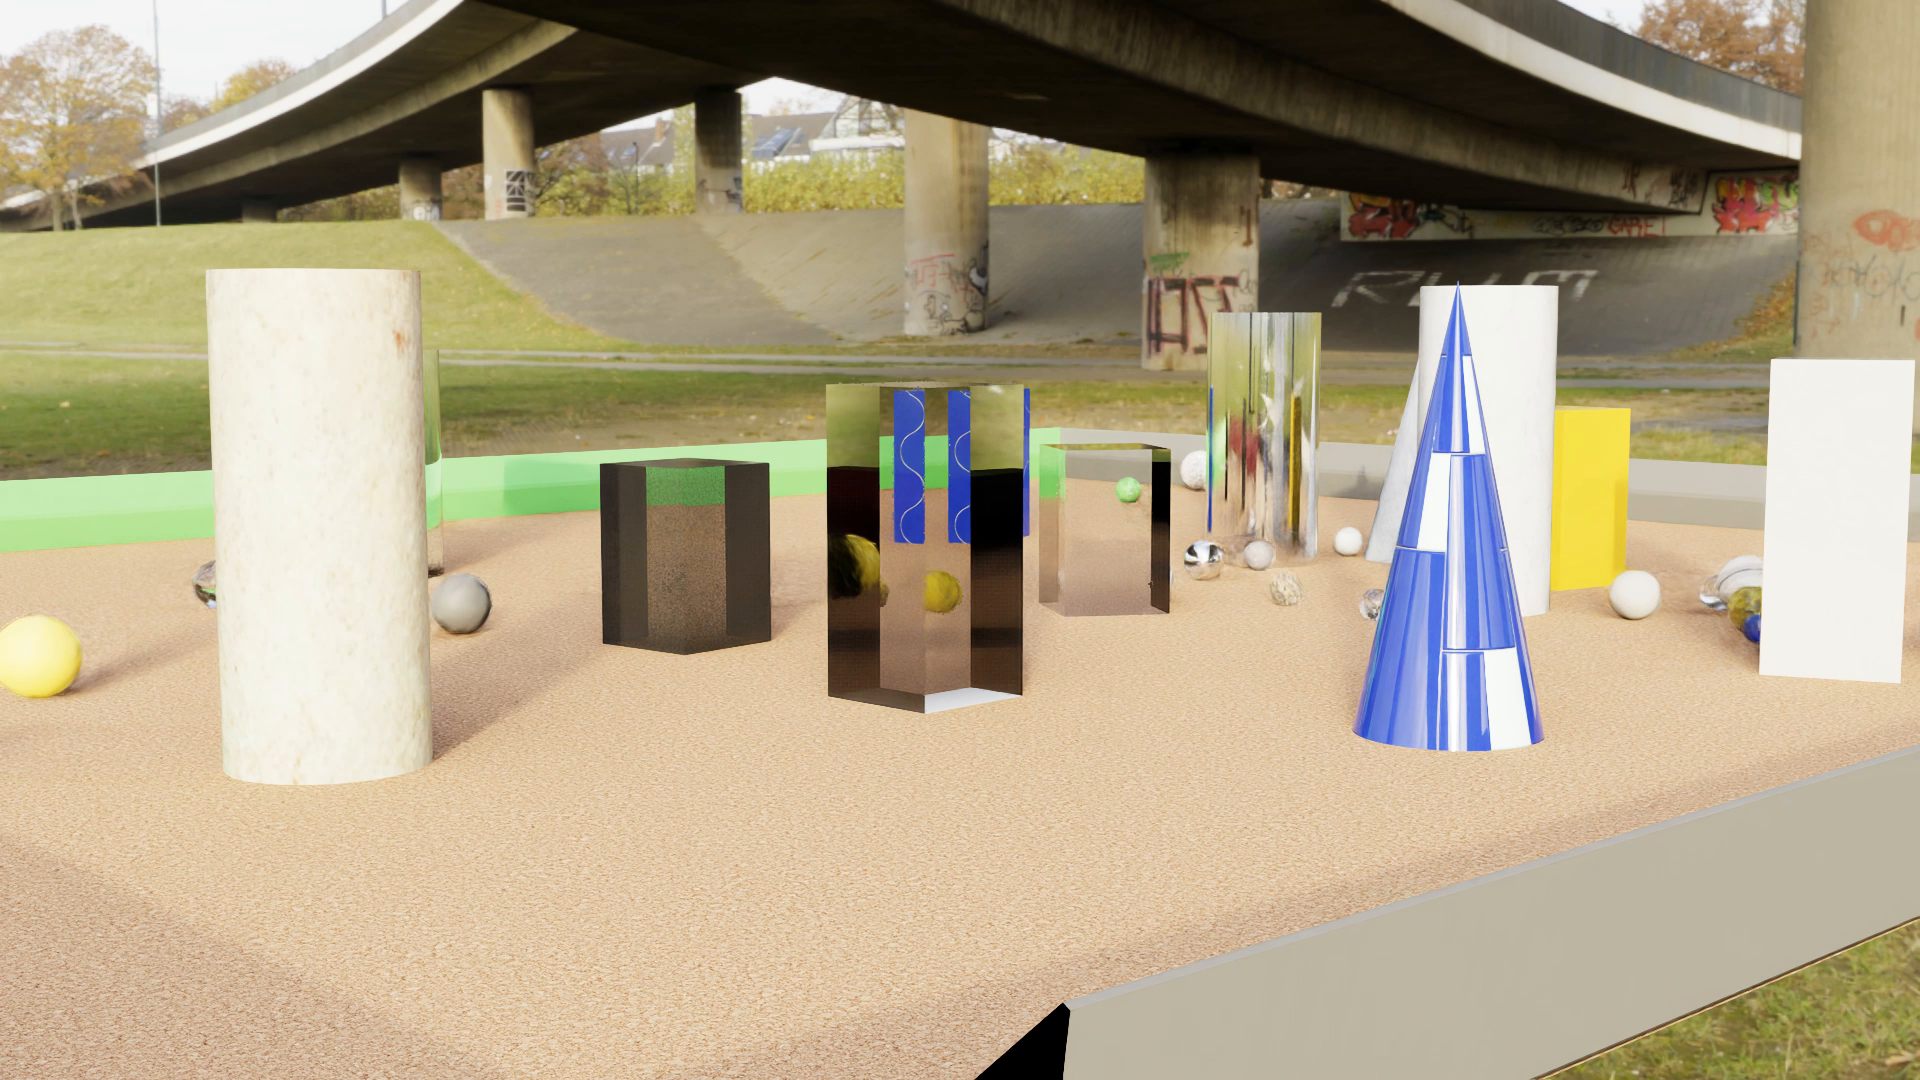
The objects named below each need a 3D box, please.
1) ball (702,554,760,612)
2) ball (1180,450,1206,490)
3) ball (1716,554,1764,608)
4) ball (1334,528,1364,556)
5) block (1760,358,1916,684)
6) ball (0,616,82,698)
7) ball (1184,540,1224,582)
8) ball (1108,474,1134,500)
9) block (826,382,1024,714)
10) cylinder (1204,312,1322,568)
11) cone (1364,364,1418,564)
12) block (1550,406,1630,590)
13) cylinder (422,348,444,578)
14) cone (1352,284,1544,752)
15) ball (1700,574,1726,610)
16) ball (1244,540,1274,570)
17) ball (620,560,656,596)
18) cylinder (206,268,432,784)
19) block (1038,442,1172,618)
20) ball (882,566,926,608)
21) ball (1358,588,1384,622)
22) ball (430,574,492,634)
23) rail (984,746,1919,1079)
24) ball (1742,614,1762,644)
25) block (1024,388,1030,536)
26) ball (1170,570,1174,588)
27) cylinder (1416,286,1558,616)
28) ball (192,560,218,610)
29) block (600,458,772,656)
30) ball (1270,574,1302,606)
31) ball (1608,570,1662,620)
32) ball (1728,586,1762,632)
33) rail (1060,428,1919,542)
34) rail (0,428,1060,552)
[{"bbox_3d":[-0.340,0.063,3.266,0.087,0.087,0.087,0,6,0],"label":"ball"},{"bbox_3d":[0.597,-0.172,5.461,0.100,0.100,0.100,0,6,0],"label":"ball"},{"bbox_3d":[1.154,0.067,3.217,0.090,0.090,0.090,0,6,0],"label":"ball"},{"bbox_3d":[0.710,0.003,4.012,0.053,0.053,0.053,0,6,0],"label":"ball"},{"bbox_3d":[1.088,-0.031,2.725,0.160,0.386,0.160,3,6,24],"label":"block"},{"bbox_3d":[-1.064,0.135,2.537,0.096,0.096,0.096,0,6,0],"label":"ball"},{"bbox_3d":[0.404,0.034,3.637,0.068,0.068,0.068,0,6,0],"label":"ball"},{"bbox_3d":[0.379,-0.123,5.188,0.060,0.060,0.060,0,6,0],"label":"ball"},{"bbox_3d":[-0.040,0.002,2.533,0.160,0.361,0.160,6,8,44],"label":"block"},{"bbox_3d":[0.536,-0.181,3.896,0.200,0.442,0.200,0,6,0],"label":"cylinder"},{"bbox_3d":[0.829,-0.164,3.948,0.200,0.398,0.200,0,6,0],"label":"cone"},{"bbox_3d":[0.979,-0.073,3.610,0.160,0.287,0.160,-4,7,-34],"label":"block"},{"bbox_3d":[-0.976,-0.130,3.706,0.200,0.380,0.200,0,6,0],"label":"cylinder"},{"bbox_3d":[0.517,-0.033,2.307,0.200,0.476,0.200,0,6,0],"label":"cone"},{"bbox_3d":[1.132,0.078,3.286,0.053,0.053,0.053,0,6,0],"label":"ball"},{"bbox_3d":[0.514,0.027,3.786,0.052,0.052,0.052,0,6,0],"label":"ball"},{"bbox_3d":[-0.504,0.060,3.449,0.056,0.056,0.056,0,6,0],"label":"ball"},{"bbox_3d":[-0.623,-0.020,2.147,0.200,0.483,0.200,0,6,0],"label":"cylinder"},{"bbox_3d":[0.215,-0.018,3.292,0.160,0.244,0.160,-1,6,-11],"label":"block"},{"bbox_3d":[-0.084,0.071,3.304,0.064,0.064,0.064,0,6,0],"label":"ball"},{"bbox_3d":[0.597,0.093,3.165,0.048,0.048,0.048,0,6,0],"label":"ball"},{"bbox_3d":[-0.690,0.089,3.038,0.082,0.082,0.082,0,6,0],"label":"ball"},{"bbox_3d":[1.172,0.165,2.068,3.969,0.130,0.045,-5,8,-42],"label":"rail"},{"bbox_3d":[1.074,0.119,2.957,0.040,0.040,0.040,0,6,0],"label":"ball"},{"bbox_3d":[0.031,-0.150,4.323,0.160,0.292,0.160,3,7,26],"label":"block"},{"bbox_3d":[0.302,0.061,3.418,0.059,0.059,0.059,0,6,0],"label":"ball"},{"bbox_3d":[0.784,-0.137,3.285,0.200,0.481,0.200,0,6,0],"label":"cylinder"},{"bbox_3d":[-1.112,0.067,3.294,0.074,0.074,0.074,0,6,0],"label":"ball"},{"bbox_3d":[-0.368,0.018,2.953,0.160,0.242,0.160,5,8,39],"label":"block"},{"bbox_3d":[0.494,0.076,3.328,0.049,0.049,0.049,0,6,0],"label":"ball"},{"bbox_3d":[0.977,0.079,3.184,0.072,0.072,0.072,0,6,0],"label":"ball"},{"bbox_3d":[1.096,0.097,3.040,0.067,0.067,0.067,0,6,0],"label":"ball"},{"bbox_3d":[1.441,-0.104,4.654,0.045,0.130,3.505,-5,8,-42],"label":"rail"},{"bbox_3d":[-1.172,-0.098,4.595,3.969,0.130,0.045,-5,8,-42],"label":"rail"}]
